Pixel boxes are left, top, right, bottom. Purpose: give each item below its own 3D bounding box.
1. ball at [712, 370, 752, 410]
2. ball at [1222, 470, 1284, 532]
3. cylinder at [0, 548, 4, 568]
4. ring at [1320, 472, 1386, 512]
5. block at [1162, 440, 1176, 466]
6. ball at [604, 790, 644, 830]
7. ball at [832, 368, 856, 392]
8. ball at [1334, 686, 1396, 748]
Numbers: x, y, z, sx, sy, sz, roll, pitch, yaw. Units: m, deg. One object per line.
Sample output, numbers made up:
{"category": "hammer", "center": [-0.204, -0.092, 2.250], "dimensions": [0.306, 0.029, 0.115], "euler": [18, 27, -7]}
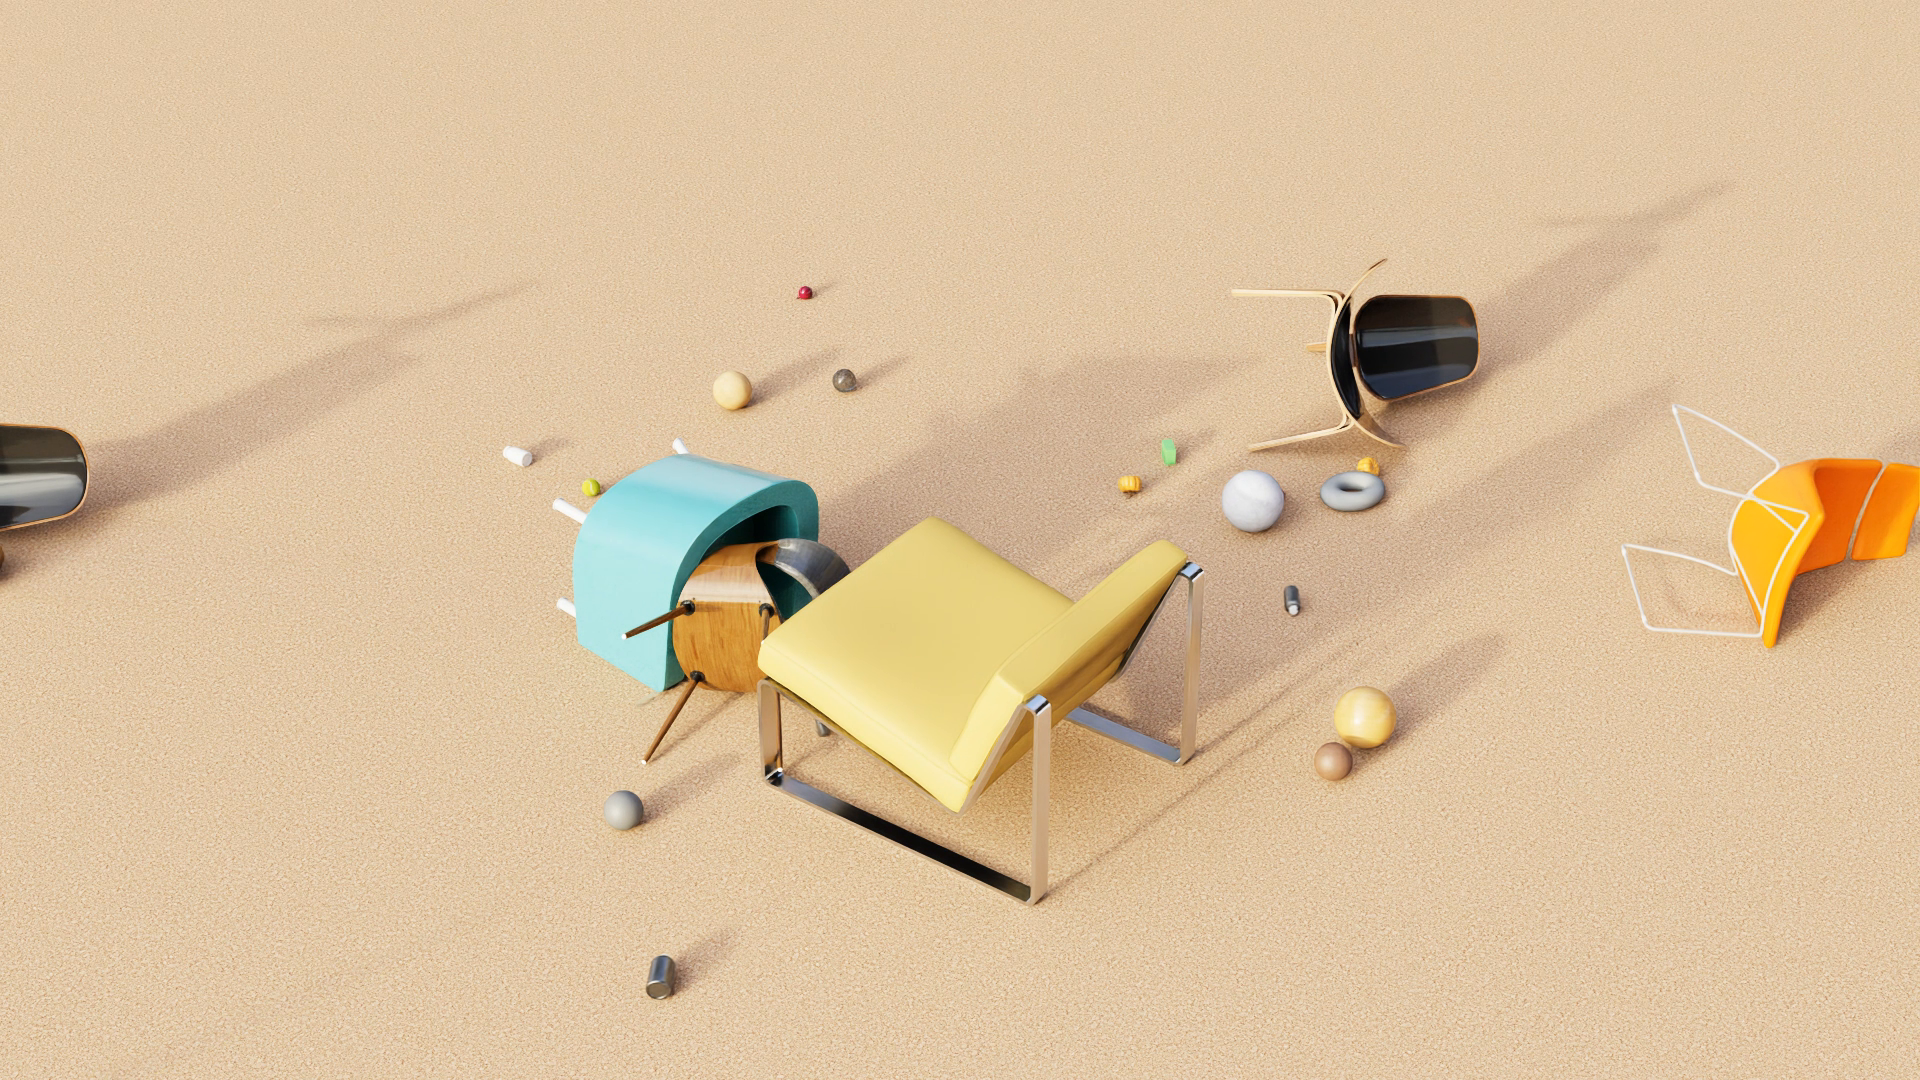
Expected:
{"category": "ball", "center": [-0.909, -0.597, 11.706], "dimensions": [0.158, 0.158, 0.158], "euler": [0, 33, 0]}
{"category": "ball", "center": [1.094, -0.146, 10.954], "dimensions": [0.234, 0.234, 0.234], "euler": [0, 33, 0]}
{"category": "cylinder", "center": [-3.573, 0.094, 10.676], "dimensions": [0.133, 0.143, 0.165], "euler": [-39, 24, 24]}
{"category": "ring", "center": [1.494, -0.186, 11.162], "dimensions": [0.271, 0.072, 0.217], "euler": [-20, 37, -29]}
{"category": "block", "center": [0.811, -0.342, 11.401], "dimensions": [0.039, 0.068, 0.077], "euler": [-5, 34, -7]}
{"category": "ball", "center": [-1.090, 0.876, 9.497], "dimensions": [0.131, 0.131, 0.131], "euler": [0, 33, 0]}
{"category": "ball", "center": [-0.467, -0.643, 11.832], "dimensions": [0.098, 0.098, 0.098], "euler": [0, 33, 0]}
{"category": "ball", "center": [1.360, 0.595, 9.850], "dimensions": [0.210, 0.210, 0.210], "euler": [0, 33, 0]}
